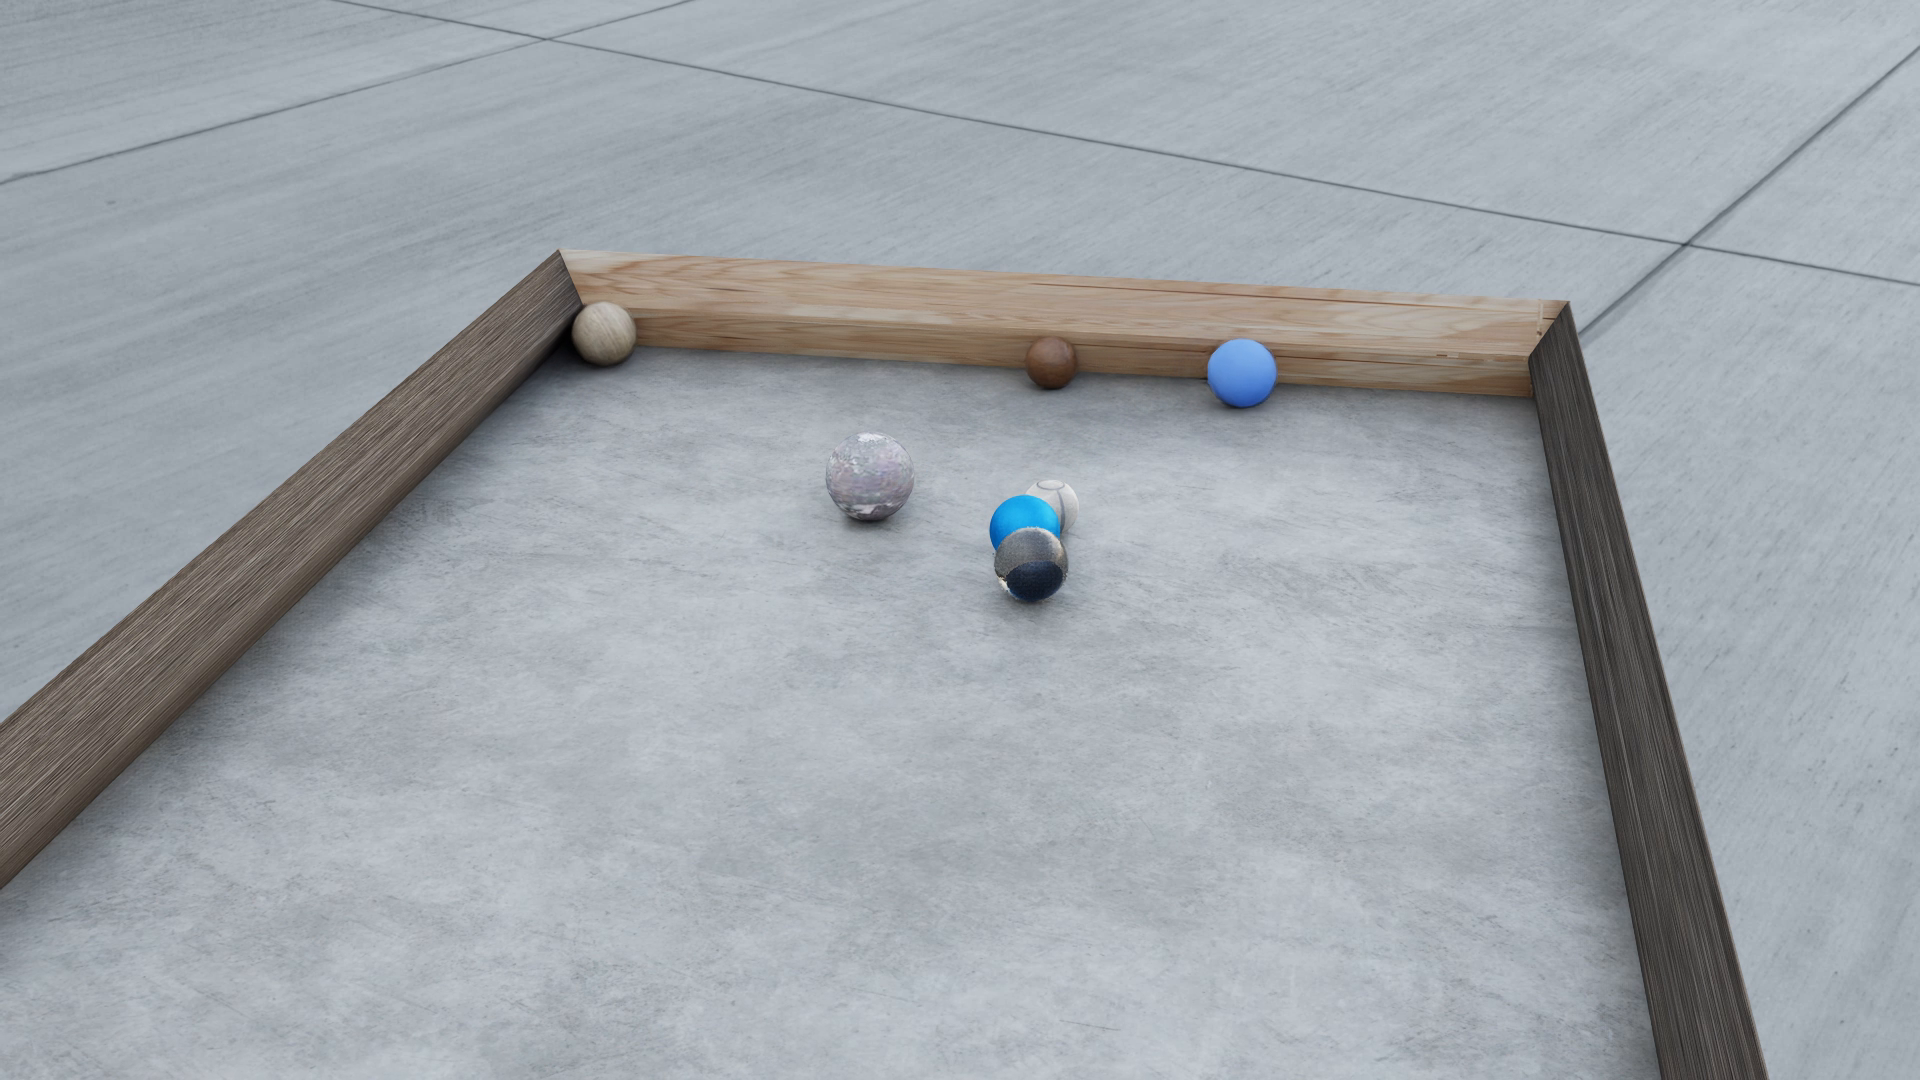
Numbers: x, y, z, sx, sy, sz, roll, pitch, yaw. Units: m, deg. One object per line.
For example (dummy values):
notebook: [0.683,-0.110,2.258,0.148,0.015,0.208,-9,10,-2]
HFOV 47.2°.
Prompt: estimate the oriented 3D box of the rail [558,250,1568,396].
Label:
rail: [0.104,-0.269,2.774,1.285,0.125,0.045,4,24,9]

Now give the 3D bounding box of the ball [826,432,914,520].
ball: [-0.097,-0.069,2.366,0.096,0.096,0.096,0,24,0]

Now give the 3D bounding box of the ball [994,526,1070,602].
ball: [0.071,0.024,2.185,0.075,0.075,0.075,0,24,0]

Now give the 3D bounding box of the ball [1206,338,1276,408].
ball: [0.343,-0.204,2.683,0.084,0.084,0.084,0,24,0]

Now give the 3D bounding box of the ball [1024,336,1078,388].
ball: [0.114,-0.222,2.744,0.066,0.066,0.066,0,24,0]

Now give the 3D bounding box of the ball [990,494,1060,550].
ball: [0.067,-0.010,2.263,0.073,0.073,0.073,0,24,0]

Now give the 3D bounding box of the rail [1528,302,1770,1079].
rail: [0.502,0.275,1.563,0.045,0.125,2.527,4,24,9]

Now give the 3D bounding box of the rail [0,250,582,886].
rail: [-0.718,0.188,1.756,0.045,0.125,2.527,4,24,9]

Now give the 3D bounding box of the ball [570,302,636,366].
ball: [-0.456,-0.263,2.816,0.083,0.083,0.083,0,24,0]

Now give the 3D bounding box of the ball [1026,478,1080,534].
ball: [0.096,-0.035,2.333,0.061,0.061,0.061,0,24,0]
